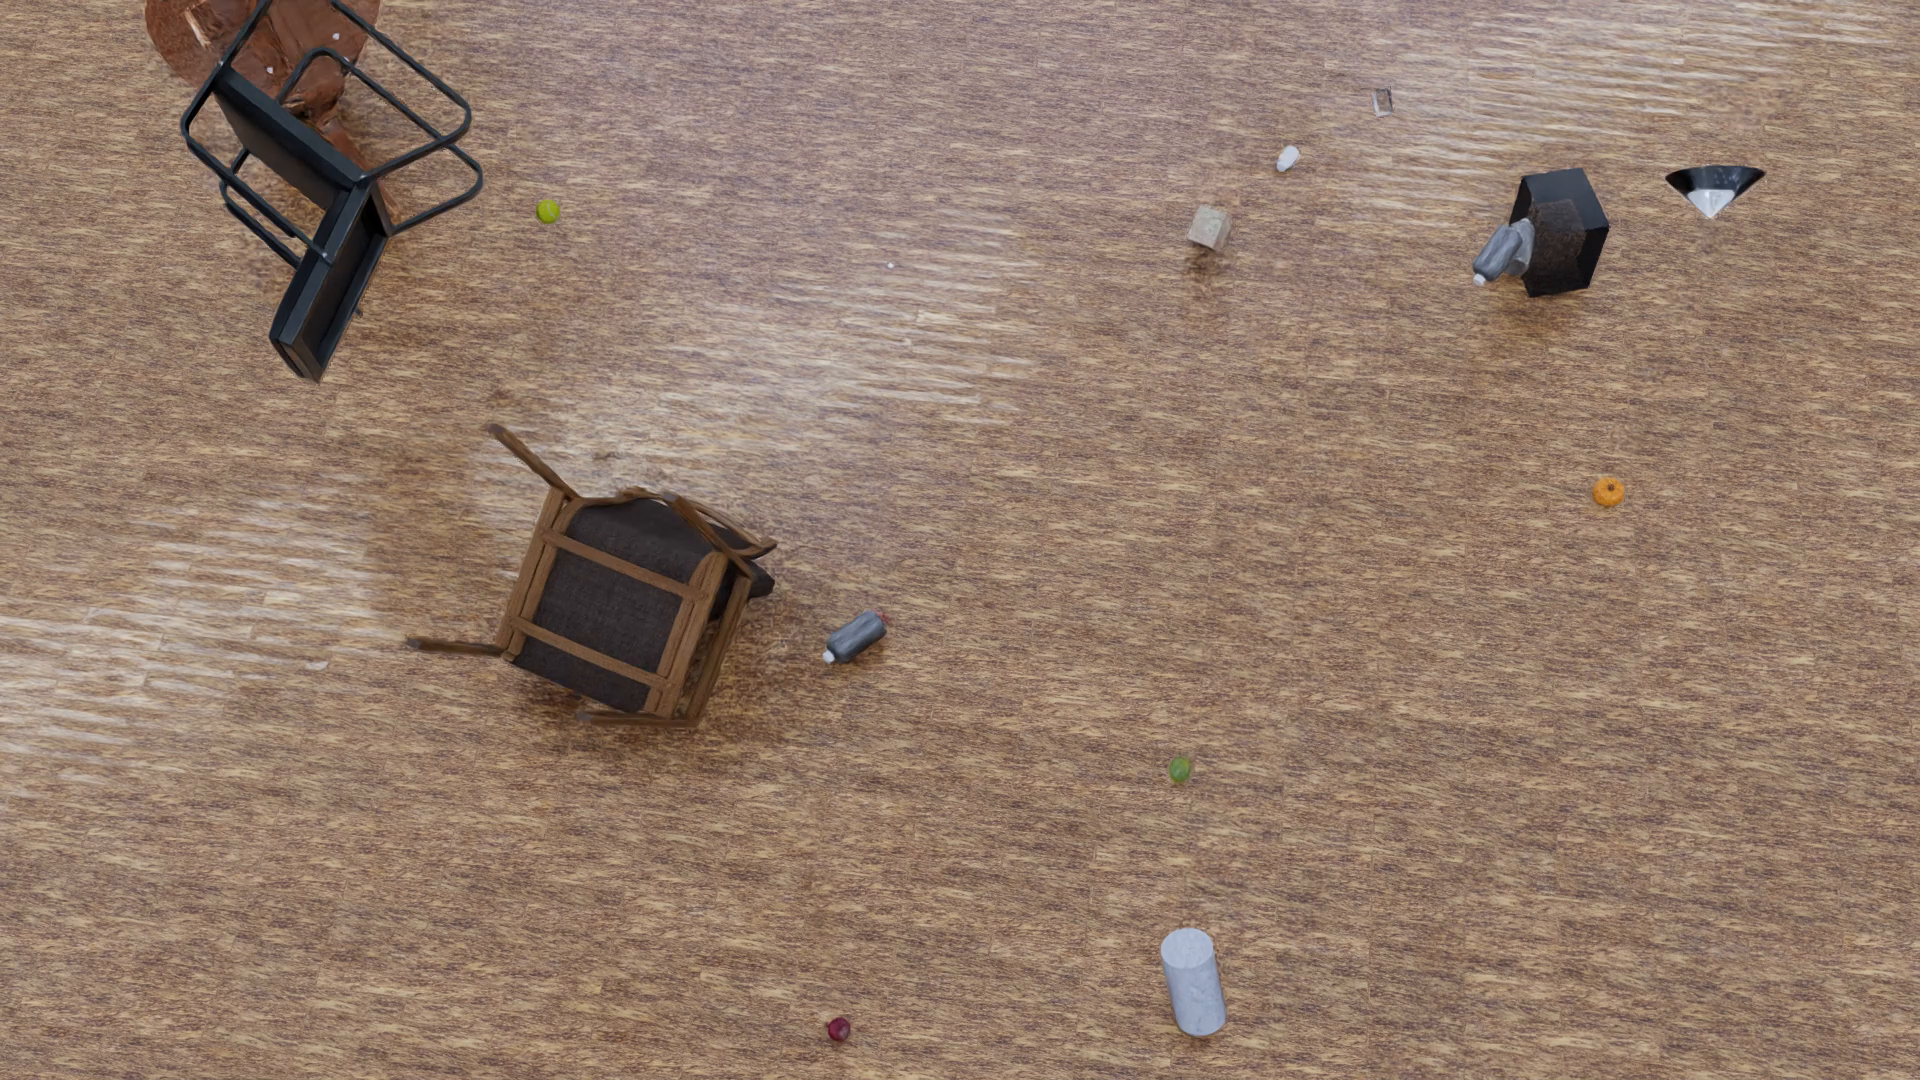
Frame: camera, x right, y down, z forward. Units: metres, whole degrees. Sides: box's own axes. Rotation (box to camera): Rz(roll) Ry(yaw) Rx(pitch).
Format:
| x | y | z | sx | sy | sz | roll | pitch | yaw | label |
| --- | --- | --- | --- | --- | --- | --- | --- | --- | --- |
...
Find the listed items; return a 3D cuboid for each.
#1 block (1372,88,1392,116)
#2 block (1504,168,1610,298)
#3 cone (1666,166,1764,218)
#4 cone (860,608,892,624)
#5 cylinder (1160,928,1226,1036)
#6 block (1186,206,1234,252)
| x | y | z | sx | sy | sz | roll | pitch | yaw | label |
| --- | --- | --- | --- | --- | --- | --- | --- | --- | --- |
| 1.449 | -1.501 | 7.539 | 0.049 | 0.036 | 0.080 | -9 | 84 | -5 | block |
| 1.911 | -0.985 | 7.054 | 0.197 | 0.300 | 0.255 | -10 | 57 | -6 | block |
| 2.066 | -0.941 | 6.039 | 0.272 | 0.148 | 0.123 | 1 | 77 | 38 | cone |
| -0.244 | 0.216 | 6.419 | 0.094 | 0.034 | 0.052 | 0 | 38 | -4 | cone |
| 0.599 | 1.132 | 5.629 | 0.132 | 0.282 | 0.128 | 0 | 43 | 17 | cylinder |
| 0.813 | -1.012 | 7.149 | 0.092 | 0.130 | 0.113 | 24 | 98 | 16 | block |
